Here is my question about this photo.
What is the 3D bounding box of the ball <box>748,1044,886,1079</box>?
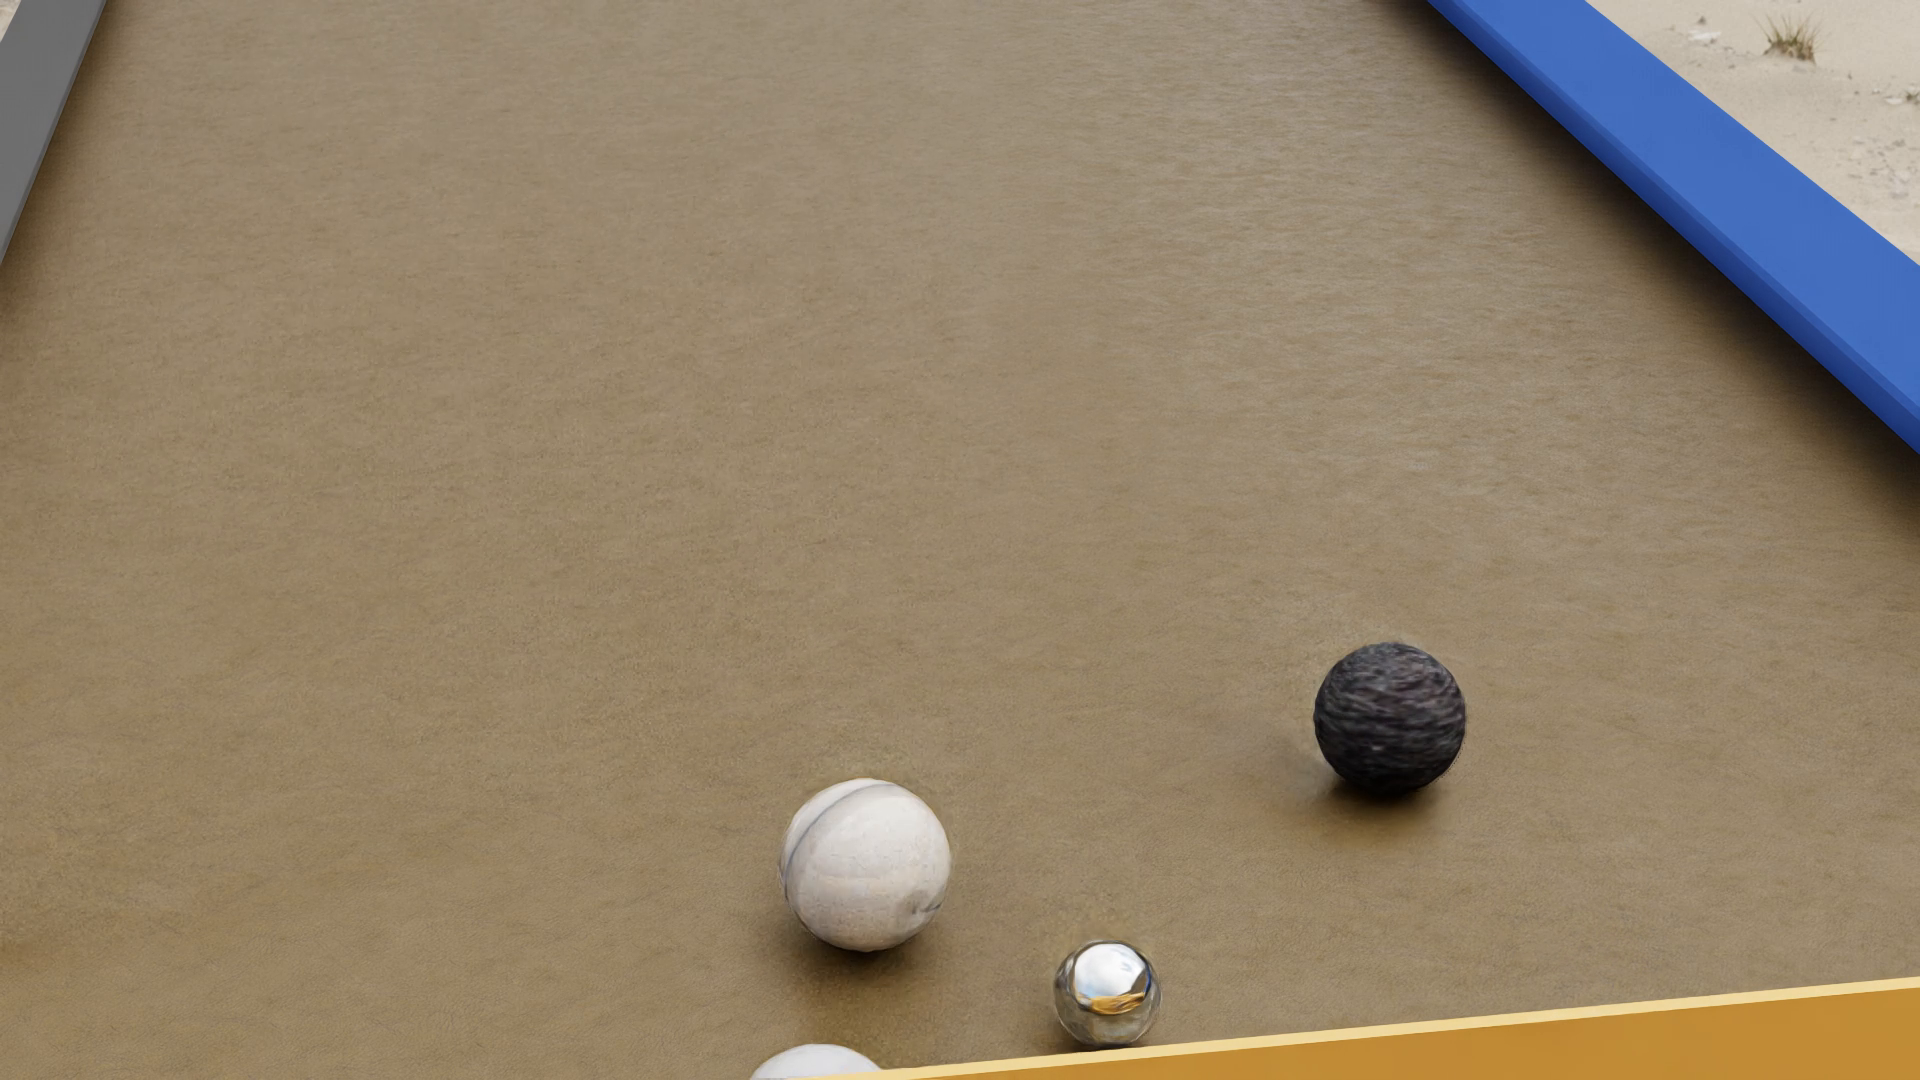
[{"bbox_3d":[-0.066,0.276,1.366,0.083,0.083,0.083,0,26,0],"label":"ball"}]

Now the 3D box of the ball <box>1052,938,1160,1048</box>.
[{"bbox_3d":[0.074,0.230,1.492,0.055,0.055,0.055,0,26,0],"label":"ball"}]

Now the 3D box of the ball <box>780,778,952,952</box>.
[{"bbox_3d":[-0.050,0.173,1.567,0.092,0.092,0.092,0,26,0],"label":"ball"}]

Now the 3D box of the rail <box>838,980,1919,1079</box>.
[{"bbox_3d":[0.102,0.268,1.325,1.463,0.130,0.045,-4,26,-8],"label":"rail"}]

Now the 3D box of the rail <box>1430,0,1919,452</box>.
[{"bbox_3d":[0.594,-0.374,2.647,0.045,0.130,2.807,-4,26,-8],"label":"rail"}]

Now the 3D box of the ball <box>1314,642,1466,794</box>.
[{"bbox_3d":[0.250,0.104,1.713,0.088,0.088,0.088,0,26,0],"label":"ball"}]

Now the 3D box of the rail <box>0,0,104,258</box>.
[{"bbox_3d":[-0.805,-0.281,2.456,0.045,0.130,2.807,-4,26,-8],"label":"rail"}]
